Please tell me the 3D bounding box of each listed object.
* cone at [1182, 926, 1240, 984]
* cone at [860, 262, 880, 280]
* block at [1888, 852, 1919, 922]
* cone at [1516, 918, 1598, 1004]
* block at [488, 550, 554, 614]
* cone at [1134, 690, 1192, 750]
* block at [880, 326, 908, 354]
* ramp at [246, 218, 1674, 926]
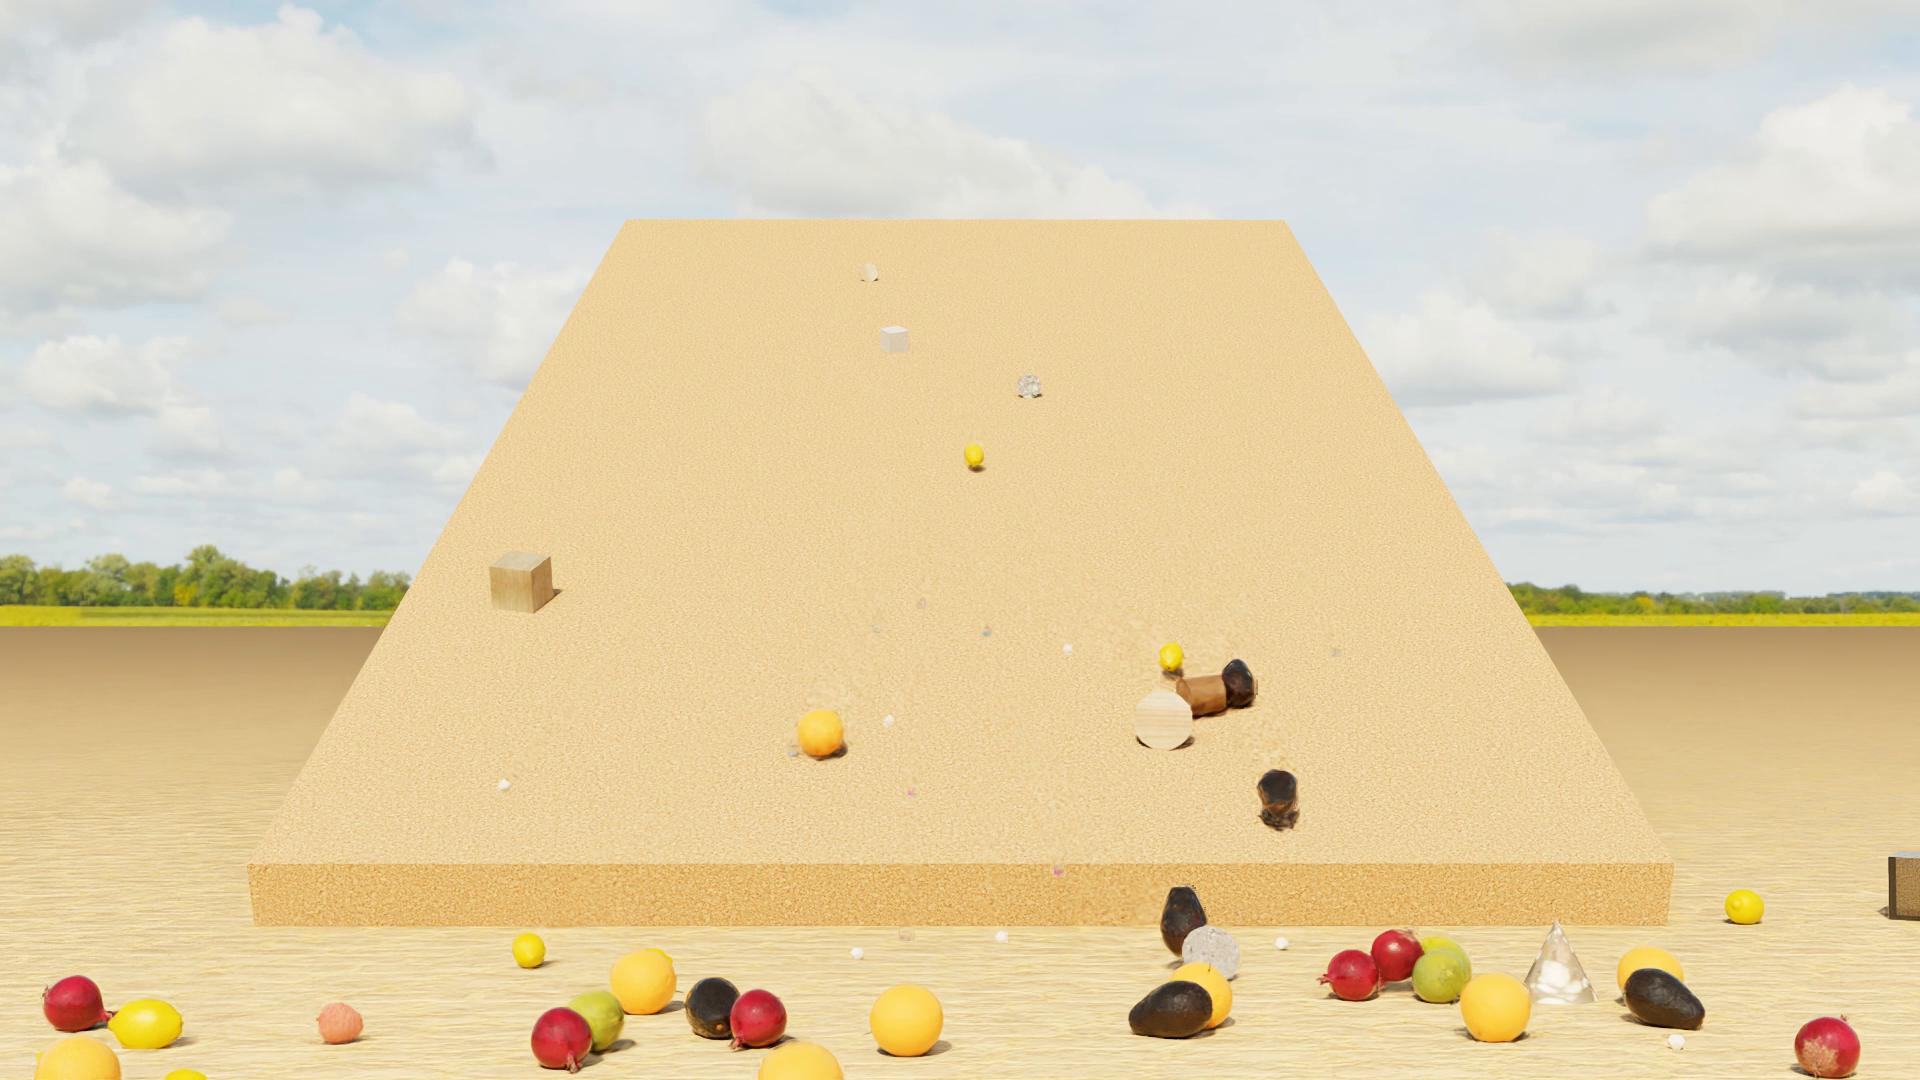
[{"bbox_3d":[0.296,0.515,2.768,0.071,0.071,0.071,0,-29,-11],"label":"cone"},{"bbox_3d":[-0.251,-0.727,6.250,0.051,0.051,0.051,0,-18,-13],"label":"cone"},{"bbox_3d":[1.406,0.504,3.314,0.091,0.091,0.091,-1,-2,32],"label":"block"},{"bbox_3d":[0.685,0.480,2.617,0.091,0.091,0.091,0,-2,0],"label":"cone"},{"bbox_3d":[-0.782,0.075,4.067,0.081,0.081,0.081,6,22,15],"label":"block"},{"bbox_3d":[0.322,0.284,3.580,0.092,0.092,0.092,0,-6,9],"label":"cone"},{"bbox_3d":[-0.161,-0.491,5.591,0.052,0.052,0.052,-11,24,-27],"label":"block"},{"bbox_3d":[-0.006,-0.214,5.080,2.000,0.100,4.000,0,21,0],"label":"ramp"}]
